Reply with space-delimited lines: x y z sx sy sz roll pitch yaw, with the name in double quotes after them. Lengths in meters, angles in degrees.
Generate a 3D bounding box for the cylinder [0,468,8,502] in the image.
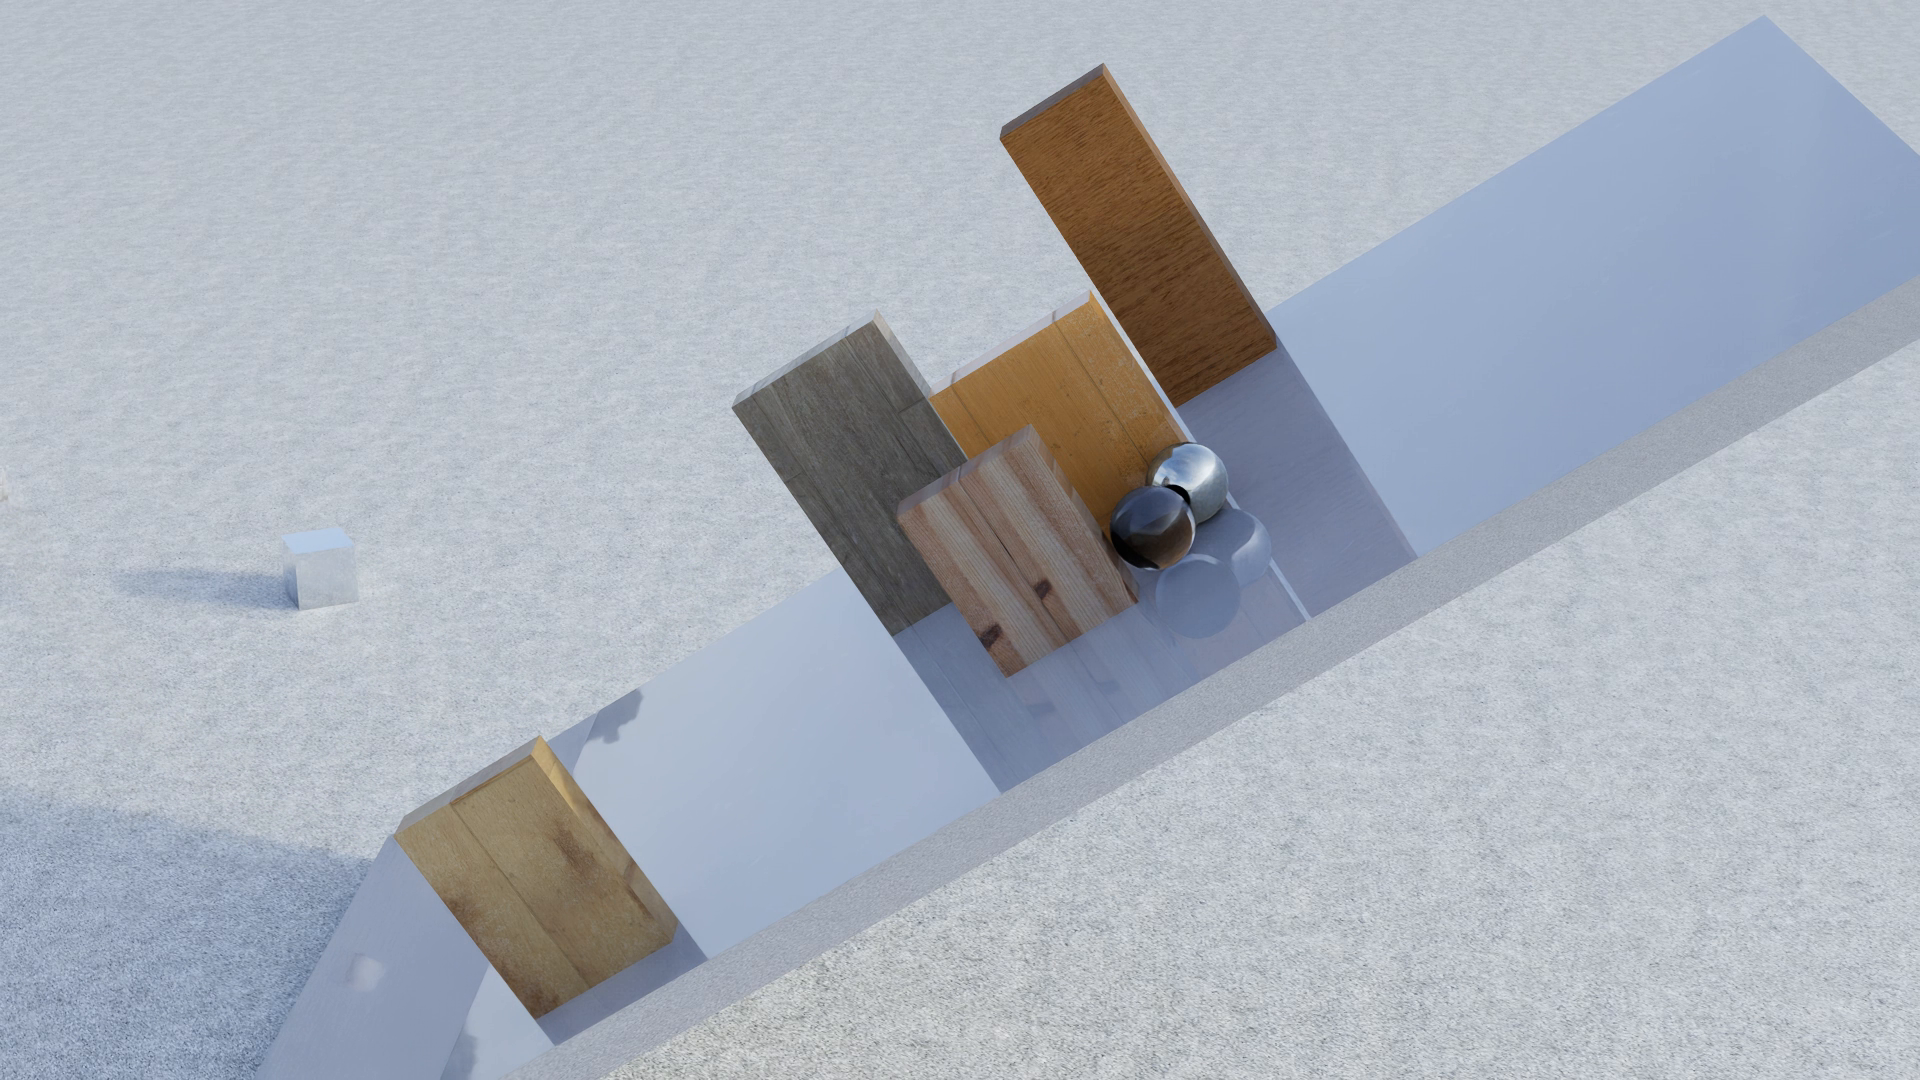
-3.432 -0.188 10.392 0.114 0.114 0.114 -10 22 -25 "cylinder"

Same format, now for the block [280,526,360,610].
-2.071 0.092 9.513 0.194 0.194 0.194 -9 22 -24 "block"

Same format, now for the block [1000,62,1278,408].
0.412 -0.694 6.742 0.275 0.750 0.133 -31 15 14 "block"

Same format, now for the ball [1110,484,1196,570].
0.383 -0.024 5.855 0.171 0.171 0.171 0 20 0 "ball"

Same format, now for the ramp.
0.140 0.170 6.295 4.000 0.100 2.000 -31 15 14 "ramp"

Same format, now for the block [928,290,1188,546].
0.236 -0.205 6.096 0.390 0.495 0.091 -31 15 14 "block"

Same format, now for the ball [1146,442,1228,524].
0.461 -0.115 5.976 0.169 0.169 0.169 0 20 0 "ball"

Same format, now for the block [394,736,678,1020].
-0.821 0.659 5.719 0.331 0.468 0.091 -31 15 14 "block"

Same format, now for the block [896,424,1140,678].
0.116 0.023 5.829 0.312 0.401 0.095 -31 15 14 "block"

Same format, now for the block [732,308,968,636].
-0.167 -0.144 6.495 0.373 0.634 0.095 -31 15 14 "block"
